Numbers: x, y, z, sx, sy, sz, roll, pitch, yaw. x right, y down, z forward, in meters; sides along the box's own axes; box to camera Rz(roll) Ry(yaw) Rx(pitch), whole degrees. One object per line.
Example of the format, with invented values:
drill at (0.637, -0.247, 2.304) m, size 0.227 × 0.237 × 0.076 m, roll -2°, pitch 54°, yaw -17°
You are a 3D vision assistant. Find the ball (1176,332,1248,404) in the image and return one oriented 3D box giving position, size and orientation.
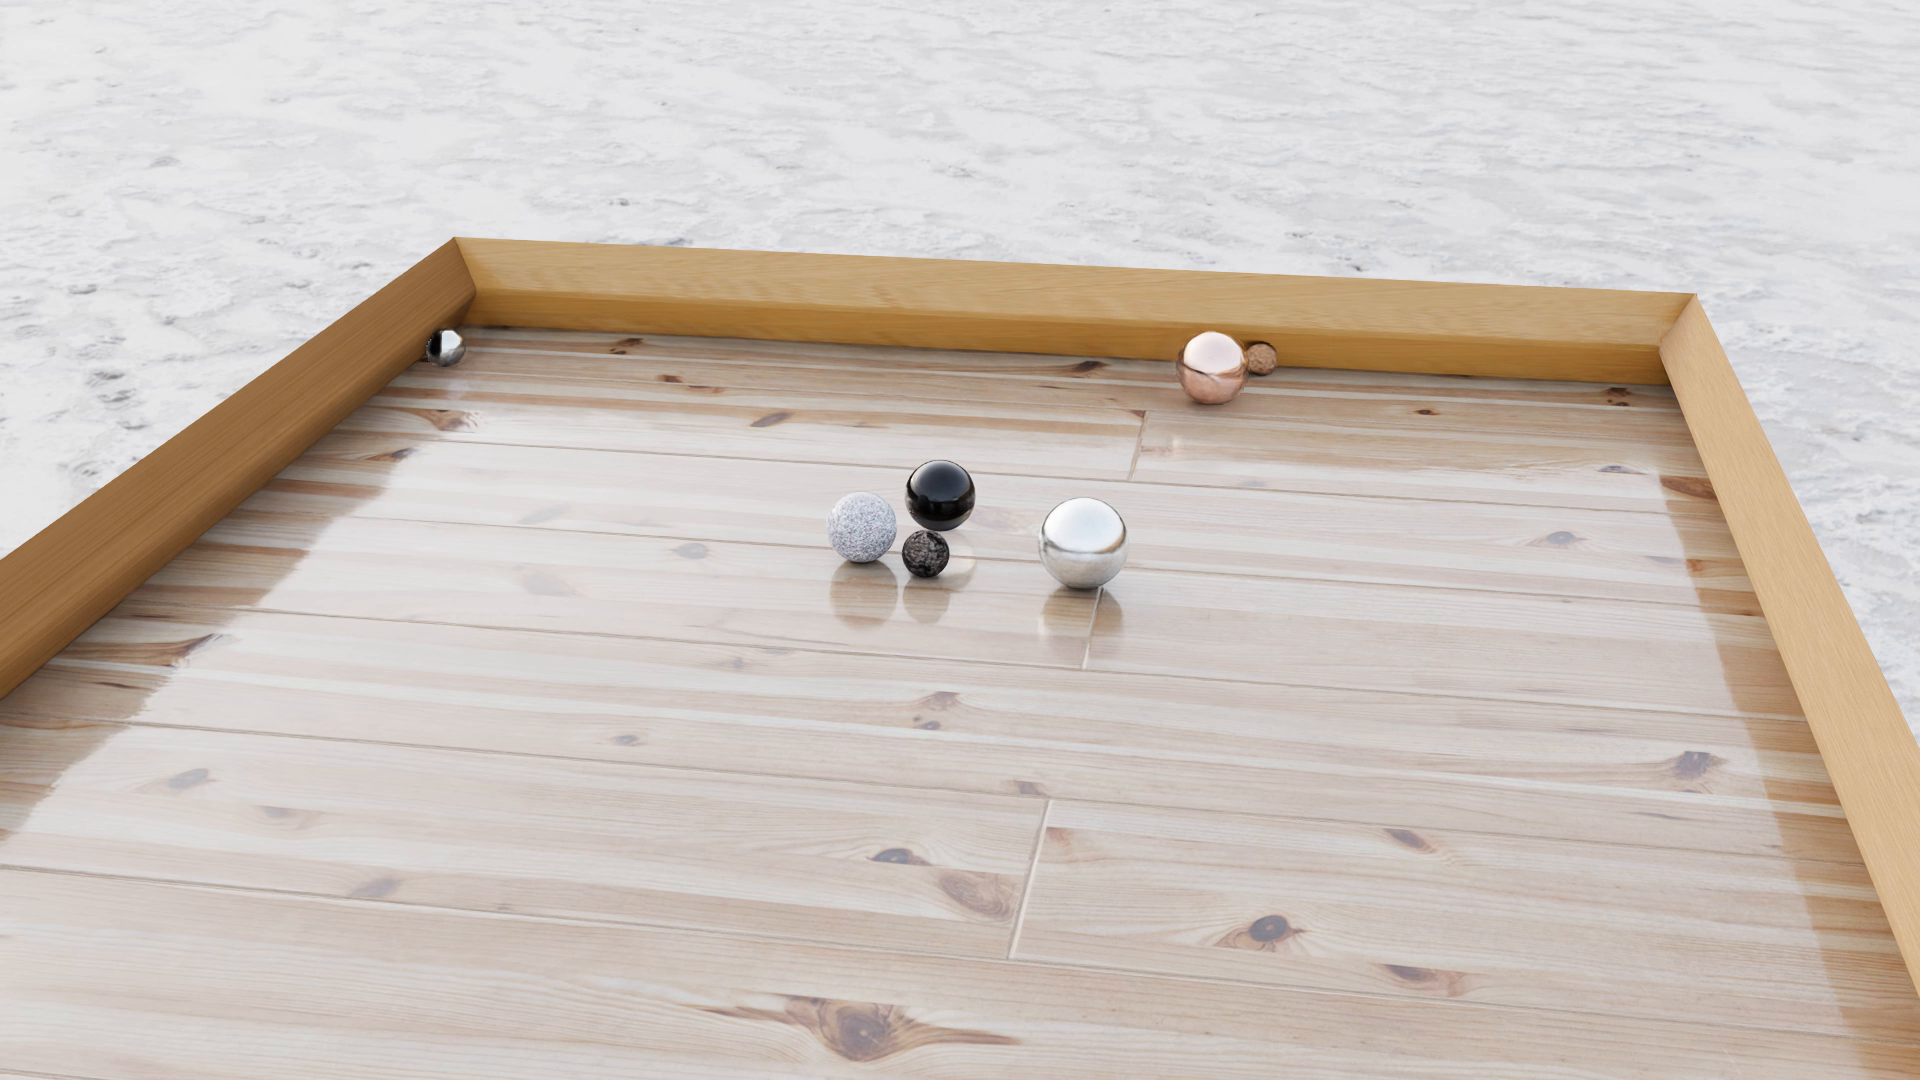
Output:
ball at (0.323, -0.221, 2.820) m, size 0.092 × 0.092 × 0.092 m, roll 0°, pitch 23°, yaw 0°

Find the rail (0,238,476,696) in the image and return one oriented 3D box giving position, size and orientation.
rail at (-0.930, 0.207, 1.777) m, size 0.045 × 0.125 × 2.960 m, roll 4°, pitch 23°, yaw 9°

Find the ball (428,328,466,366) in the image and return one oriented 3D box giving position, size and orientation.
ball at (-0.692, -0.260, 2.962) m, size 0.051 × 0.051 × 0.051 m, roll 0°, pitch 23°, yaw 0°

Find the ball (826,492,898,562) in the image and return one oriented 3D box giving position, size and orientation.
ball at (-0.106, -0.014, 2.357) m, size 0.077 × 0.077 × 0.077 m, roll 0°, pitch 23°, yaw 0°

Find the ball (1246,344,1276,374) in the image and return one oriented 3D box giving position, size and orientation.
ball at (0.400, -0.241, 2.930) m, size 0.042 × 0.042 × 0.042 m, roll 0°, pitch 23°, yaw 0°

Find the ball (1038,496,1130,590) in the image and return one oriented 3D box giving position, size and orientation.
ball at (0.129, 0.003, 2.292) m, size 0.096 × 0.096 × 0.096 m, roll 0°, pitch 23°, yaw 0°

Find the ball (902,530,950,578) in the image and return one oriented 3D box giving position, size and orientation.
ball at (-0.036, 0.014, 2.323) m, size 0.051 × 0.051 × 0.051 m, roll 0°, pitch 23°, yaw 0°

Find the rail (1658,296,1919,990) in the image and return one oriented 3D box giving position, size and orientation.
rail at (0.691, 0.312, 1.532) m, size 0.045 × 0.125 × 2.960 m, roll 4°, pitch 23°, yaw 9°

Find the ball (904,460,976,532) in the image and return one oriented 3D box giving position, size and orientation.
ball at (-0.022, -0.049, 2.435) m, size 0.080 × 0.080 × 0.080 m, roll 0°, pitch 23°, yaw 0°

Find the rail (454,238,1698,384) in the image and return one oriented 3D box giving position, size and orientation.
rail at (0.116, -0.306, 2.975) m, size 1.690 × 0.125 × 0.045 m, roll 4°, pitch 23°, yaw 9°
